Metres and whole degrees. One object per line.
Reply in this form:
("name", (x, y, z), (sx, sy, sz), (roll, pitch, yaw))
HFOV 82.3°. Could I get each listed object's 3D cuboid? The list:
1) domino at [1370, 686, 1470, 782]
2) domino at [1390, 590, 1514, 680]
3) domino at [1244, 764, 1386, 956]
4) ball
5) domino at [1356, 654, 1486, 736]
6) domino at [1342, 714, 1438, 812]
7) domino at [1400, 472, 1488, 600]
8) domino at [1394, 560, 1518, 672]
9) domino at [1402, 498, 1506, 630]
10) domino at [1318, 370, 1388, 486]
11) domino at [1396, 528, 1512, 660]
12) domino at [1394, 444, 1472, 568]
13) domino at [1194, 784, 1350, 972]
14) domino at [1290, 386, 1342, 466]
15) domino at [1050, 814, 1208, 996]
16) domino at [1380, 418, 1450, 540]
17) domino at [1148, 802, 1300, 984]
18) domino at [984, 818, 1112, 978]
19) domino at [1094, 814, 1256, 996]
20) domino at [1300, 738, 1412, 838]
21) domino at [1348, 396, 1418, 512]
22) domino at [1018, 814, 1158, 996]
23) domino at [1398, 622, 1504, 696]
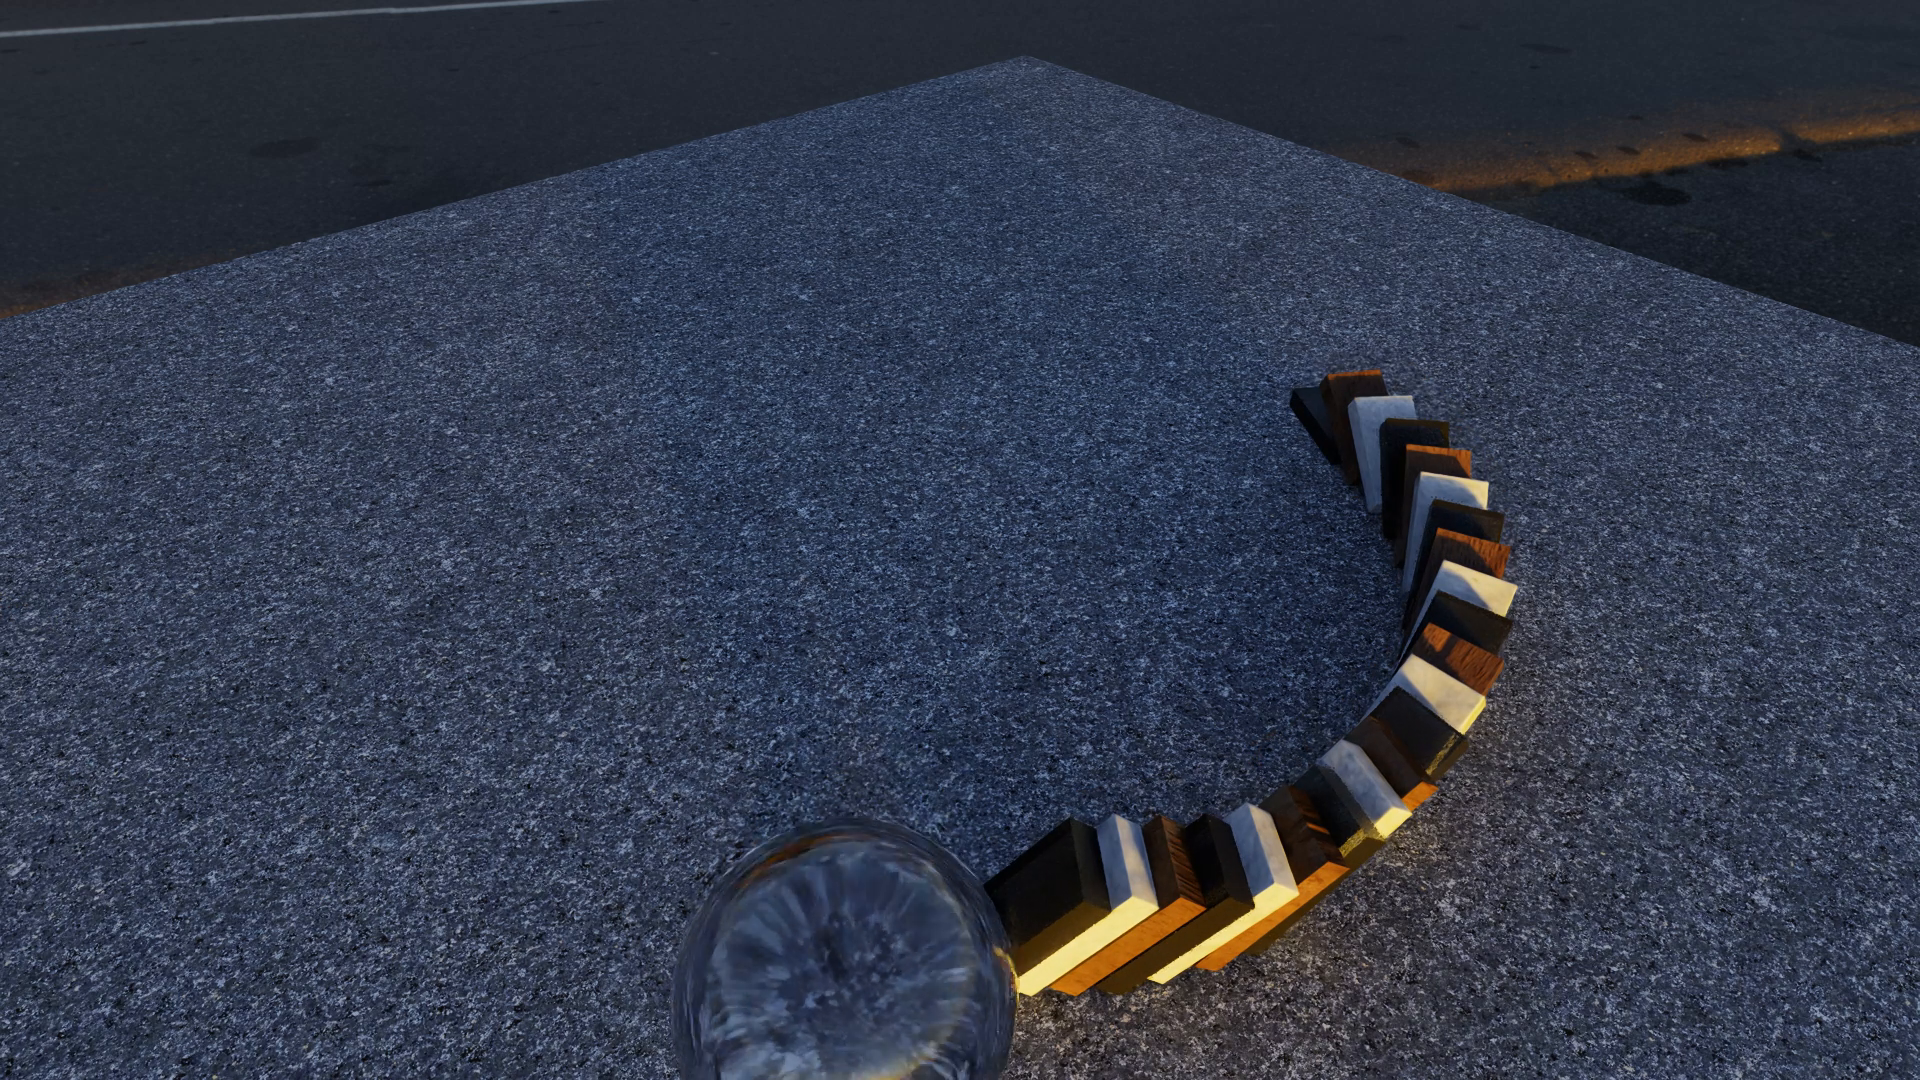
("domino", (0.127, 0.072, 0.335), (0.050, 0.010, 0.025), (-46, 51, 0))
("domino", (0.161, 0.045, 0.369), (0.025, 0.010, 0.050), (26, 79, 29))
("domino", (0.091, 0.089, 0.306), (0.010, 0.050, 0.025), (22, 26, -35))
("ball", (-0.026, 0.106, 0.258), (0.080, 0.080, 0.080), (0, 39, 0))
("domino", (0.139, 0.063, 0.346), (0.025, 0.010, 0.050), (36, 84, 36))
("domino", (0.111, 0.078, 0.320), (0.010, 0.050, 0.025), (23, 26, -36))
("domino", (0.187, 0.000, 0.424), (0.025, 0.009, 0.050), (11, 72, 13))
("domino", (0.171, 0.034, 0.381), (0.025, 0.010, 0.050), (23, 77, 25))
("domino", (0.183, 0.012, 0.409), (0.025, 0.010, 0.050), (15, 74, 17))
("domino", (0.178, -0.050, 0.485), (0.025, 0.009, 0.050), (-7, 70, -7))
("domino", (0.177, 0.023, 0.395), (0.025, 0.009, 0.050), (18, 75, 20))
("domino", (0.189, -0.012, 0.439), (0.025, 0.009, 0.050), (8, 72, 9))
("domino", (0.080, 0.093, 0.301), (0.009, 0.050, 0.025), (24, 29, -32))
("domino", (0.175, -0.054, 0.509), (0.025, 0.009, 0.050), (-5, 40, -6))
("domino", (0.042, 0.098, 0.295), (0.009, 0.050, 0.025), (29, 31, -25))
("domino", (0.188, -0.025, 0.454), (0.025, 0.010, 0.050), (4, 71, 4))
("domino", (0.066, 0.096, 0.298), (0.010, 0.050, 0.025), (29, 31, -26))
("domino", (0.018, 0.099, 0.294), (0.010, 0.050, 0.025), (29, 31, -25))
("domino", (0.054, 0.098, 0.295), (0.009, 0.050, 0.025), (29, 31, -25))
("domino", (0.101, 0.083, 0.313), (0.009, 0.050, 0.025), (23, 26, -35))
("domino", (0.184, -0.037, 0.470), (0.025, 0.009, 0.050), (-2, 69, -3))
("domino", (0.030, 0.098, 0.295), (0.009, 0.050, 0.025), (29, 31, -25))
("domino", (0.151, 0.055, 0.357), (0.025, 0.010, 0.050), (32, 82, 33))
